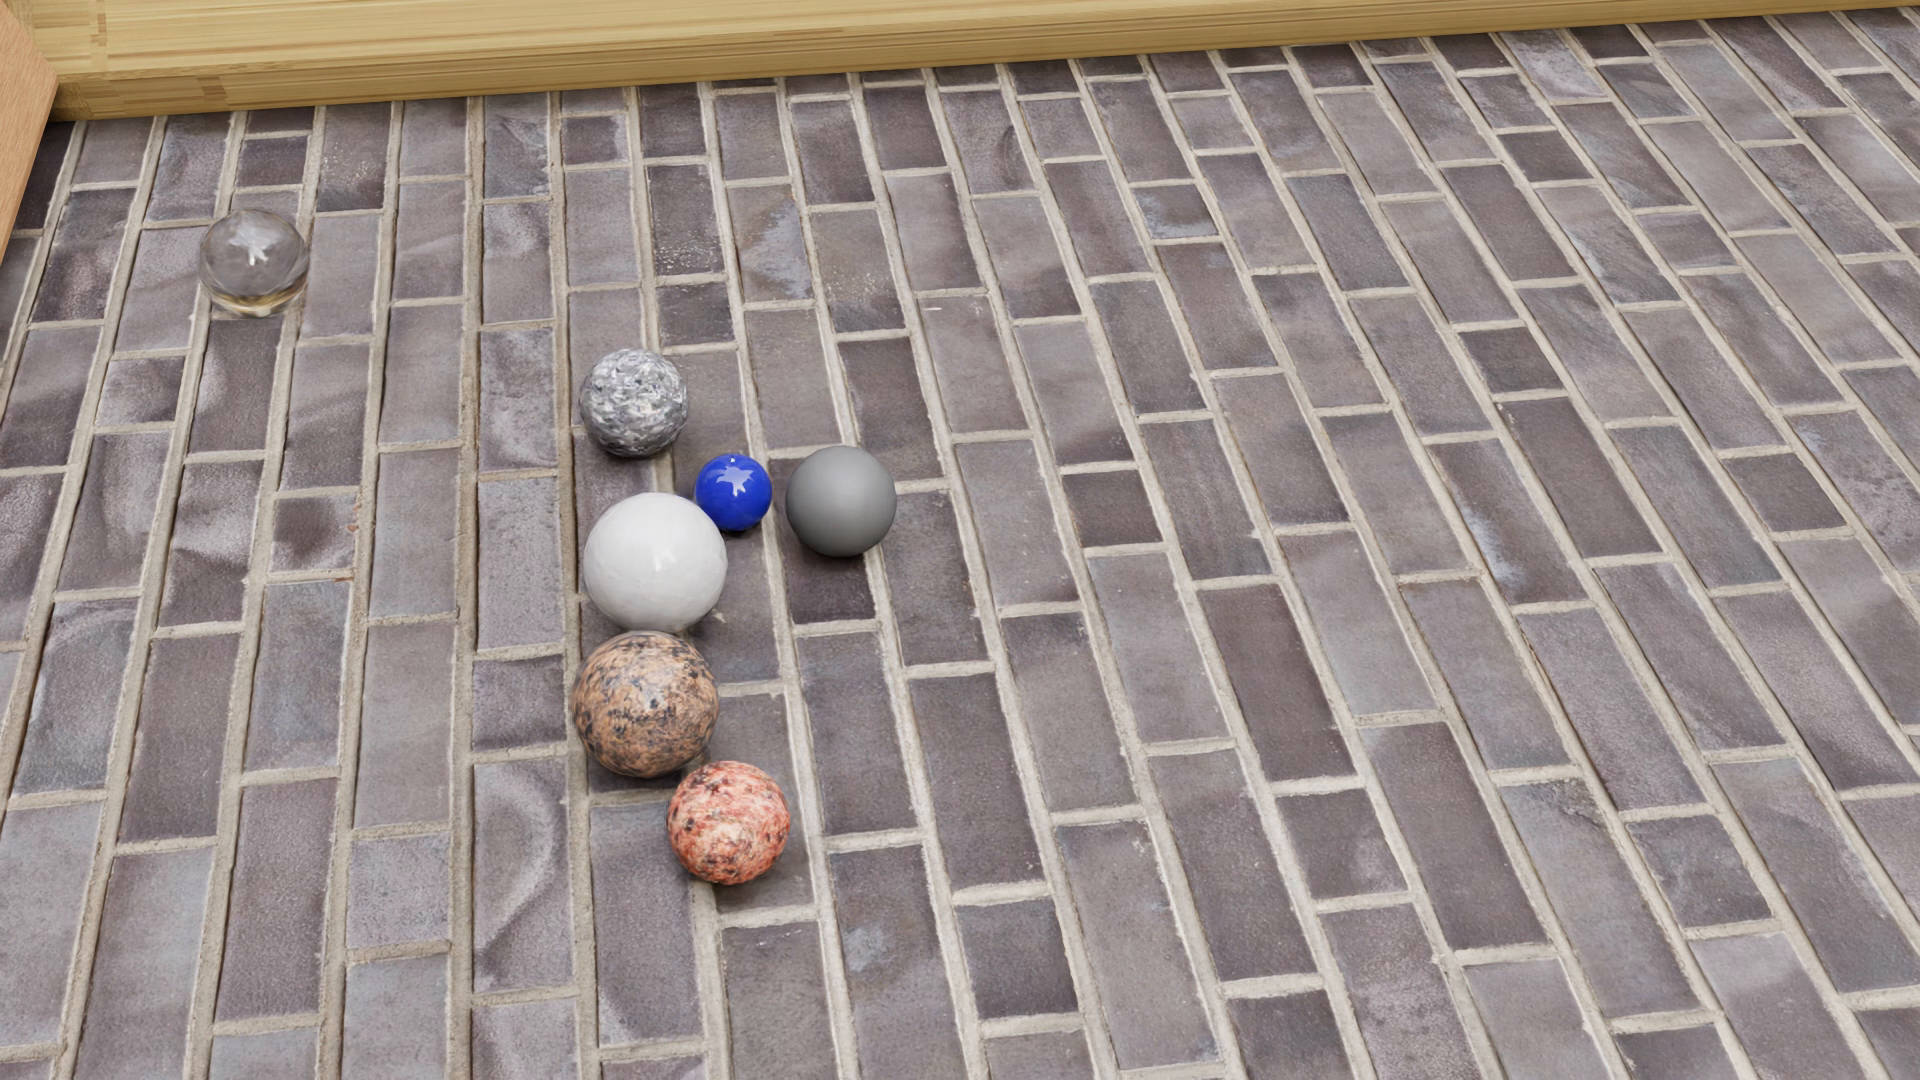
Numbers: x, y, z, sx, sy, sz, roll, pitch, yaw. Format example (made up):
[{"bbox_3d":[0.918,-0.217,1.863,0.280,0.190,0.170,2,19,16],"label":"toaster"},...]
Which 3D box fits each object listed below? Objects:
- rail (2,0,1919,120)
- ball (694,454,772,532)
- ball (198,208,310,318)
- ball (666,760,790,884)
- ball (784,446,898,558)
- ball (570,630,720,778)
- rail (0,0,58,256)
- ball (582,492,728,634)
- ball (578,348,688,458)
[{"bbox_3d":[0.593,-0.516,2.340,2.833,0.118,0.045,-5,36,-7],"label":"rail"},{"bbox_3d":[-0.152,-0.032,1.725,0.053,0.053,0.053,0,36,0],"label":"ball"},{"bbox_3d":[-0.536,-0.210,1.947,0.083,0.083,0.083,0,36,0],"label":"ball"},{"bbox_3d":[-0.130,0.159,1.445,0.069,0.069,0.069,0,36,0],"label":"ball"},{"bbox_3d":[-0.079,-0.026,1.698,0.074,0.074,0.074,0,36,0],"label":"ball"},{"bbox_3d":[-0.186,0.097,1.516,0.087,0.087,0.087,0,36,0],"label":"ball"},{"bbox_3d":[-0.678,0.039,1.569,0.045,0.118,1.566,-5,36,-7],"label":"rail"},{"bbox_3d":[-0.193,0.015,1.627,0.091,0.091,0.091,0,36,0],"label":"ball"},{"bbox_3d":[-0.228,-0.096,1.794,0.076,0.076,0.076,0,36,0],"label":"ball"}]
